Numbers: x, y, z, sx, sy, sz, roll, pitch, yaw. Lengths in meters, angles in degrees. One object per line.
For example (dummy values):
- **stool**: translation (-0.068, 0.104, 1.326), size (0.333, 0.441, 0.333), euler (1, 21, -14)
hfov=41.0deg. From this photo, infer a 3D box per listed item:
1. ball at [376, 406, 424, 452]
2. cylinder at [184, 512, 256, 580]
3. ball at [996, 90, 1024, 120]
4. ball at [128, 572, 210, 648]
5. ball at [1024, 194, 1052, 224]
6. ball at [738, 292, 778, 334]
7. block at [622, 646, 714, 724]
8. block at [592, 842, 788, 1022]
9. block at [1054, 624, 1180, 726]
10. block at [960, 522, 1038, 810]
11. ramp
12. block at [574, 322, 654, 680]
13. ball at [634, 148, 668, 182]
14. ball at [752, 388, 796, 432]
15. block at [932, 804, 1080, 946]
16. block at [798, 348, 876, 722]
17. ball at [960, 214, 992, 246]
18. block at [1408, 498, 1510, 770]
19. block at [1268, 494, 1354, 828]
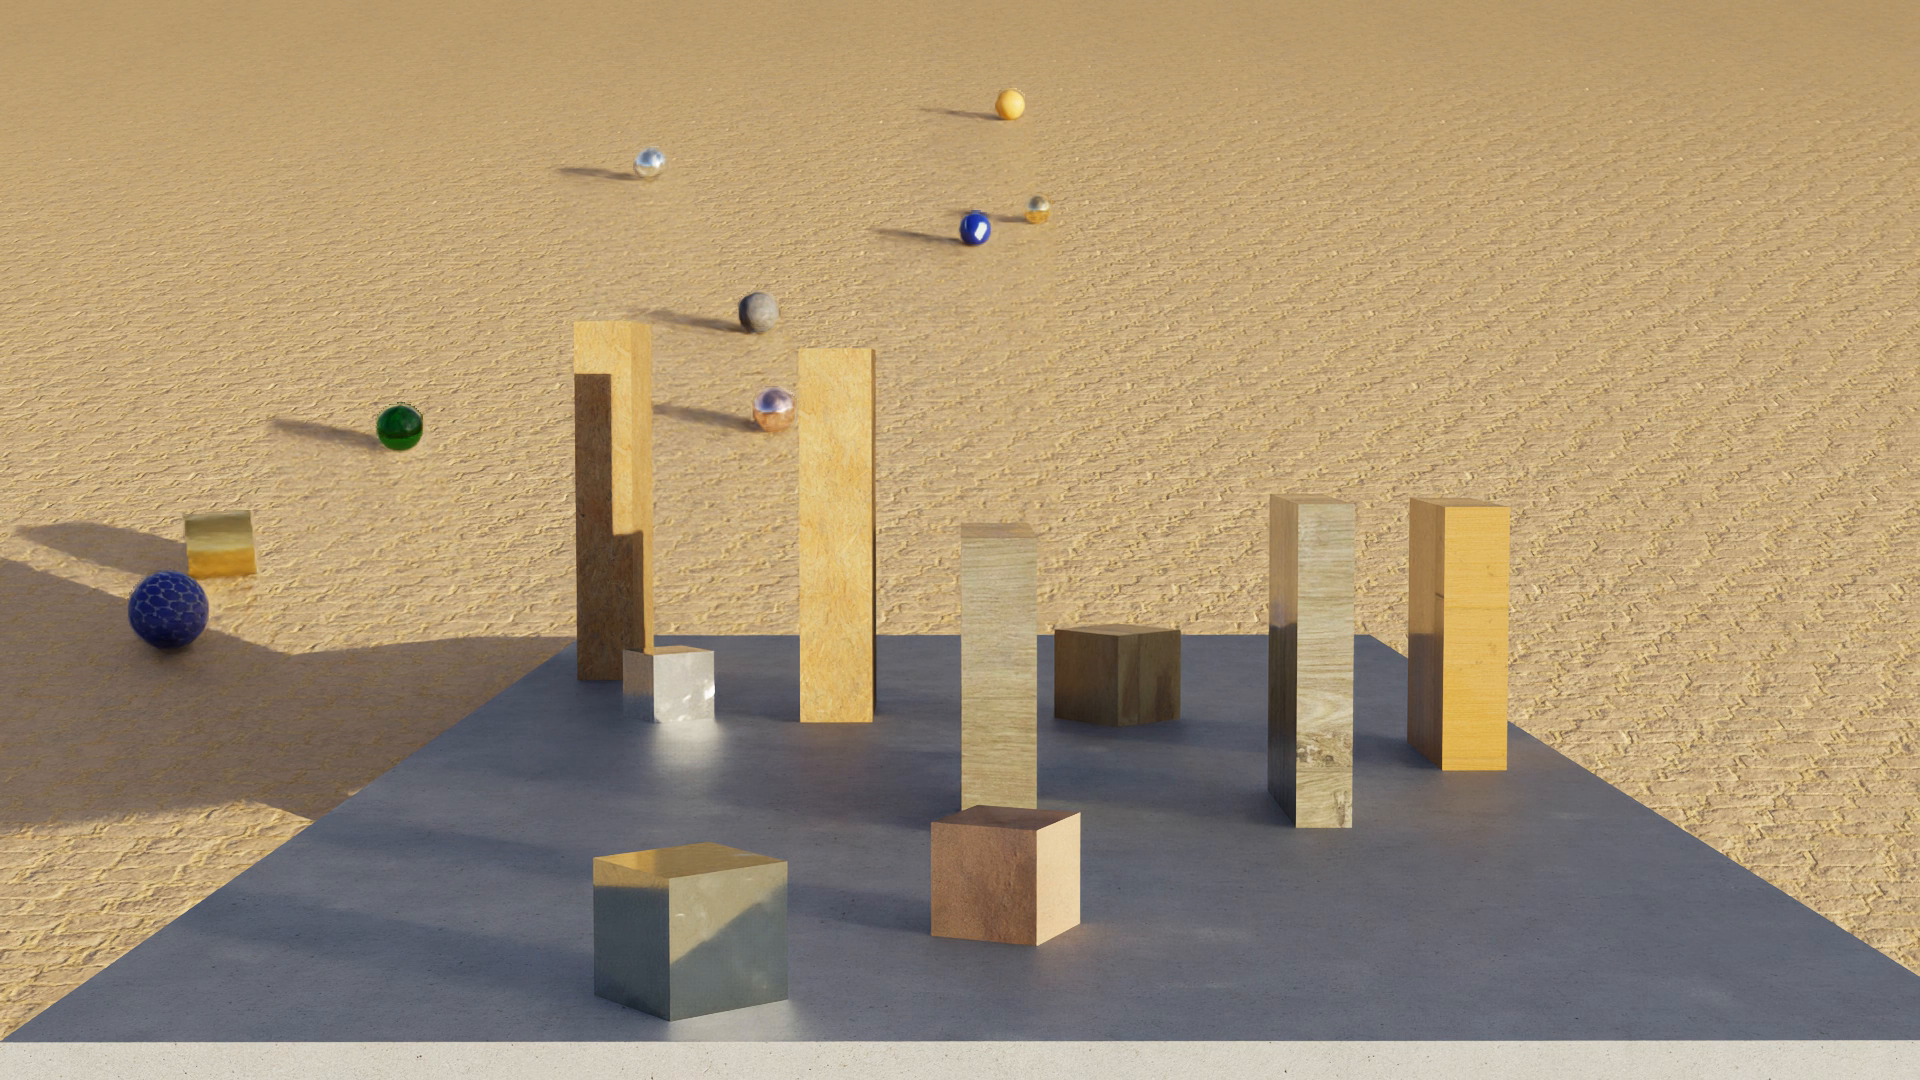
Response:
- **ball**: translation (-1.803, -0.359, 8.262), size (0.149, 0.149, 0.149), euler (0, 20, 0)
- **cylinder**: translation (-2.066, 0.017, 7.173), size (0.178, 0.178, 0.178), euler (-6, 21, -15)
- **ball**: translation (0.267, -2.324, 13.723), size (0.155, 0.155, 0.155), euler (0, 20, 0)
- **ball**: translation (-2.057, 0.182, 6.677), size (0.202, 0.202, 0.202), euler (0, 20, 0)
- **ball**: translation (0.343, -1.465, 11.375), size (0.126, 0.126, 0.126), euler (0, 20, 0)
- **ball**: translation (-0.757, -0.852, 9.629), size (0.151, 0.151, 0.151), euler (0, 20, 0)
- **block**: translation (-0.563, 0.277, 4.953), size (0.129, 0.129, 0.129), euler (-2, 4, -34)
- **block**: translation (-0.285, 0.410, 2.713), size (0.147, 0.147, 0.147), euler (-3, 5, -39)
- **block**: translation (0.302, 0.257, 4.929), size (0.171, 0.171, 0.171), euler (-3, 5, -42)
- **block**: translation (0.056, 0.198, 3.861), size (0.108, 0.426, 0.390), euler (0, 4, 0)
- **ramp**: translation (0.046, 0.418, 4.535), size (2.000, 0.100, 4.000), euler (0, 4, 0)
- **block**: translation (-0.768, -0.094, 5.714), size (0.122, 0.774, 0.367), euler (0, 4, 0)
- **ball**: translation (-1.473, -1.789, 12.232), size (0.156, 0.156, 0.156), euler (0, 20, 0)
- **ball**: translation (-0.613, -0.428, 8.461), size (0.145, 0.145, 0.145), euler (0, 20, 0)
- **block**: translation (0.055, 0.396, 3.045), size (0.134, 0.134, 0.134), euler (2, 4, 24)
- **block**: translation (-0.236, -0.016, 4.990), size (0.137, 0.708, 0.267), euler (0, 4, 0)
- **ball**: translation (0.066, -1.327, 10.972), size (0.139, 0.139, 0.139), euler (0, 20, 0)
- **block**: translation (0.857, 0.154, 4.431), size (0.107, 0.439, 0.333), euler (0, 4, 0)
- **block**: translation (0.529, 0.173, 3.890), size (0.081, 0.471, 0.339), euler (0, 4, 0)
